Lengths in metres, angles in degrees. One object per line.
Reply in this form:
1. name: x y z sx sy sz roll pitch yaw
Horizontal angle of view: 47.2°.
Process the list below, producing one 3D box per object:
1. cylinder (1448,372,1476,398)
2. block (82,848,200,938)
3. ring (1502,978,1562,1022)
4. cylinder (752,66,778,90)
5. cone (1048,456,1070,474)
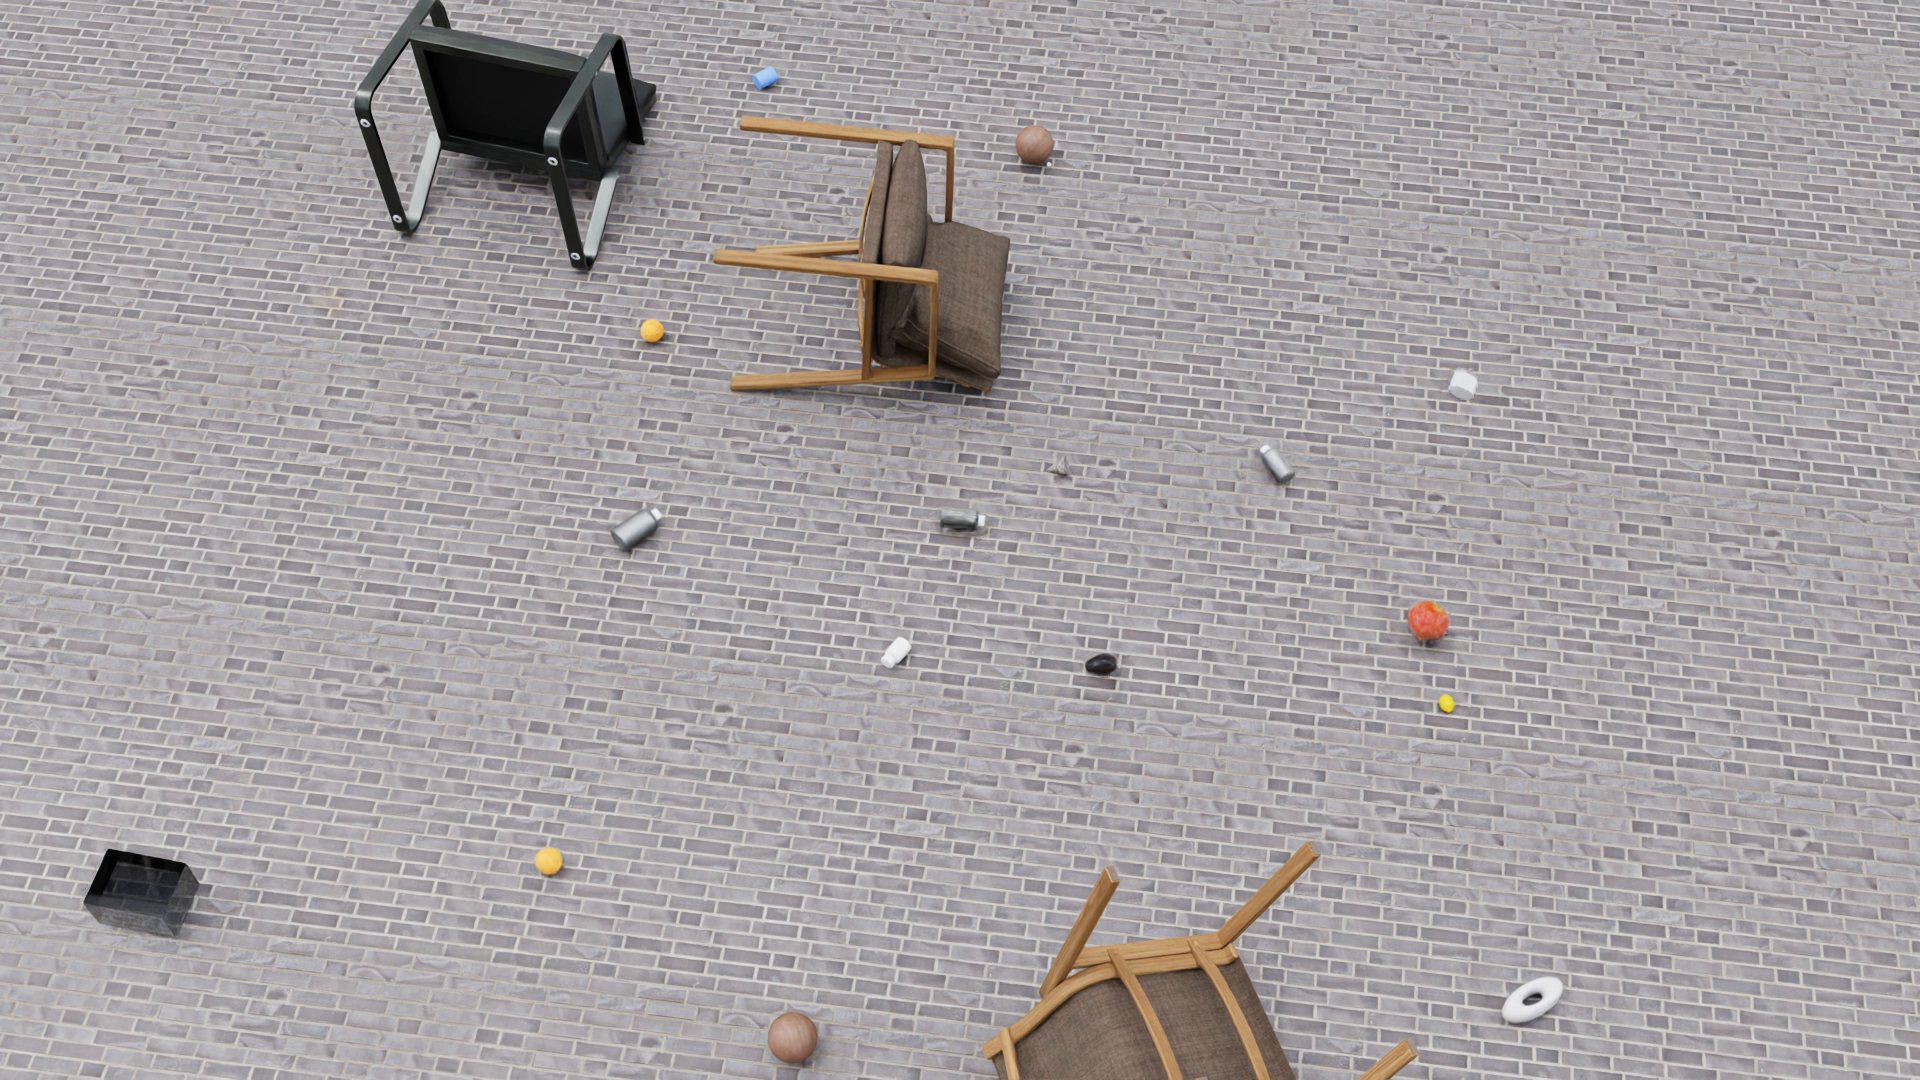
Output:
1. cylinder: 1.570 -0.483 6.868 0.075 0.050 0.060 22 59 6
2. block: -2.180 0.942 5.863 0.221 0.131 0.162 9 57 6
3. ring: 1.493 1.199 5.733 0.188 0.061 0.087 -25 58 -17
4. cylinder: -0.675 -1.600 7.616 0.069 0.053 0.056 -32 68 -19
5. cone: 0.294 -0.220 6.708 0.066 0.050 0.069 -14 54 16
